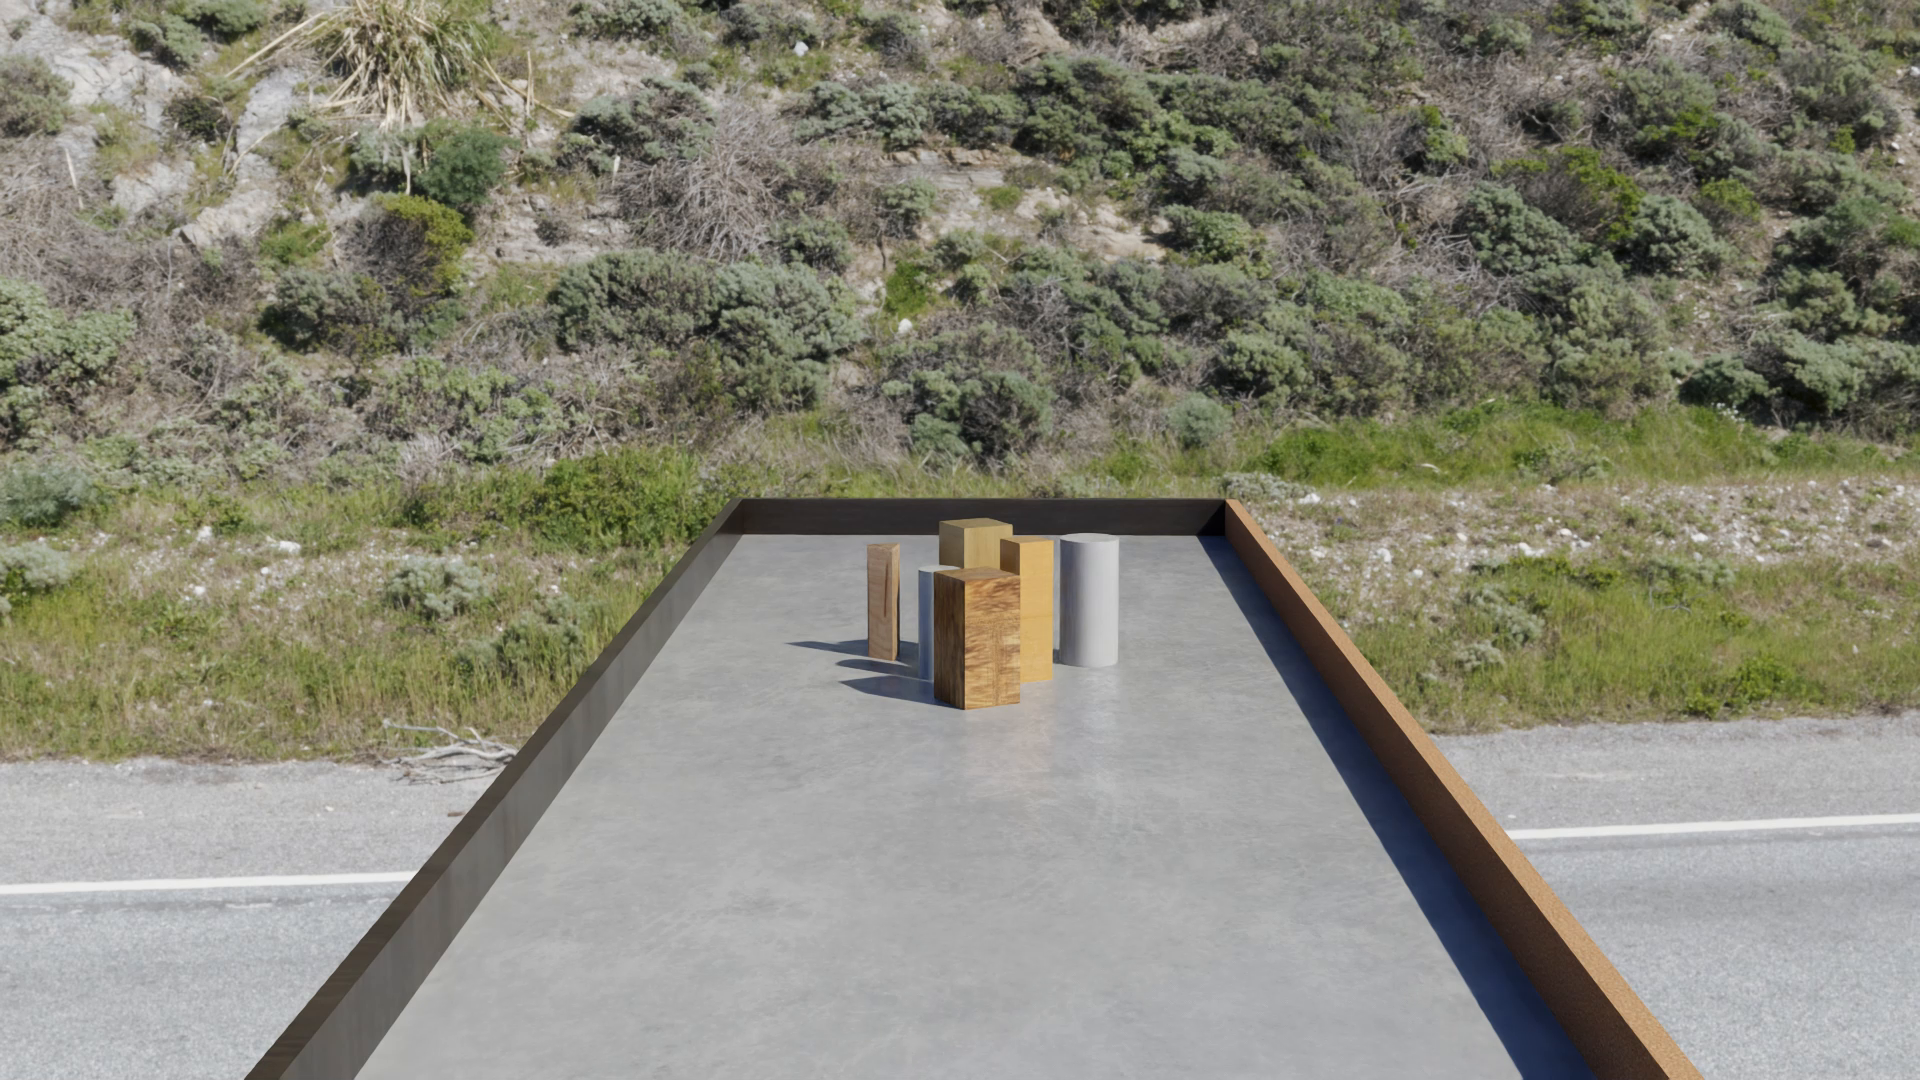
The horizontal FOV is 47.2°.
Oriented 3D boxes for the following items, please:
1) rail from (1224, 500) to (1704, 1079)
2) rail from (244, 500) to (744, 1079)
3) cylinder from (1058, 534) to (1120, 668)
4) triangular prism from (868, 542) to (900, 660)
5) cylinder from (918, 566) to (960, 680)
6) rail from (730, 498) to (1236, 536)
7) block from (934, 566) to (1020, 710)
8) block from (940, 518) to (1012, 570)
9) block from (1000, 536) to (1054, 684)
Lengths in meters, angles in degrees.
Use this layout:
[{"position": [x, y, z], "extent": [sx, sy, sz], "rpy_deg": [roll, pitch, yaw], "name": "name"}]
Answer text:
[{"position": [1.046, 0.843, 3.208], "extent": [0.050, 0.150, 12.000], "rpy_deg": [0, 9, 1], "name": "rail"}, {"position": [-1.004, 0.839, 3.234], "extent": [0.050, 0.150, 12.000], "rpy_deg": [0, 9, 1], "name": "rail"}, {"position": [0.391, 0.181, 6.656], "extent": [0.180, 0.380, 0.180], "rpy_deg": [0, 9, 0], "name": "cylinder"}, {"position": [-0.215, 0.185, 6.726], "extent": [0.103, 0.349, 0.090], "rpy_deg": [7, 11, 37], "name": "triangular prism"}, {"position": [-0.061, 0.243, 6.447], "extent": [0.123, 0.322, 0.123], "rpy_deg": [0, 9, 0], "name": "cylinder"}, {"position": [0.099, -0.098, 9.147], "extent": [2.100, 0.150, 0.050], "rpy_deg": [0, 9, 1], "name": "rail"}, {"position": [0.047, 0.272, 6.143], "extent": [0.177, 0.361, 0.177], "rpy_deg": [-5, 10, -29], "name": "block"}, {"position": [0.047, 0.158, 6.658], "extent": [0.164, 0.424, 0.164], "rpy_deg": [-5, 10, -28], "name": "block"}, {"position": [0.193, 0.201, 6.426], "extent": [0.113, 0.411, 0.113], "rpy_deg": [-5, 10, -29], "name": "block"}]
